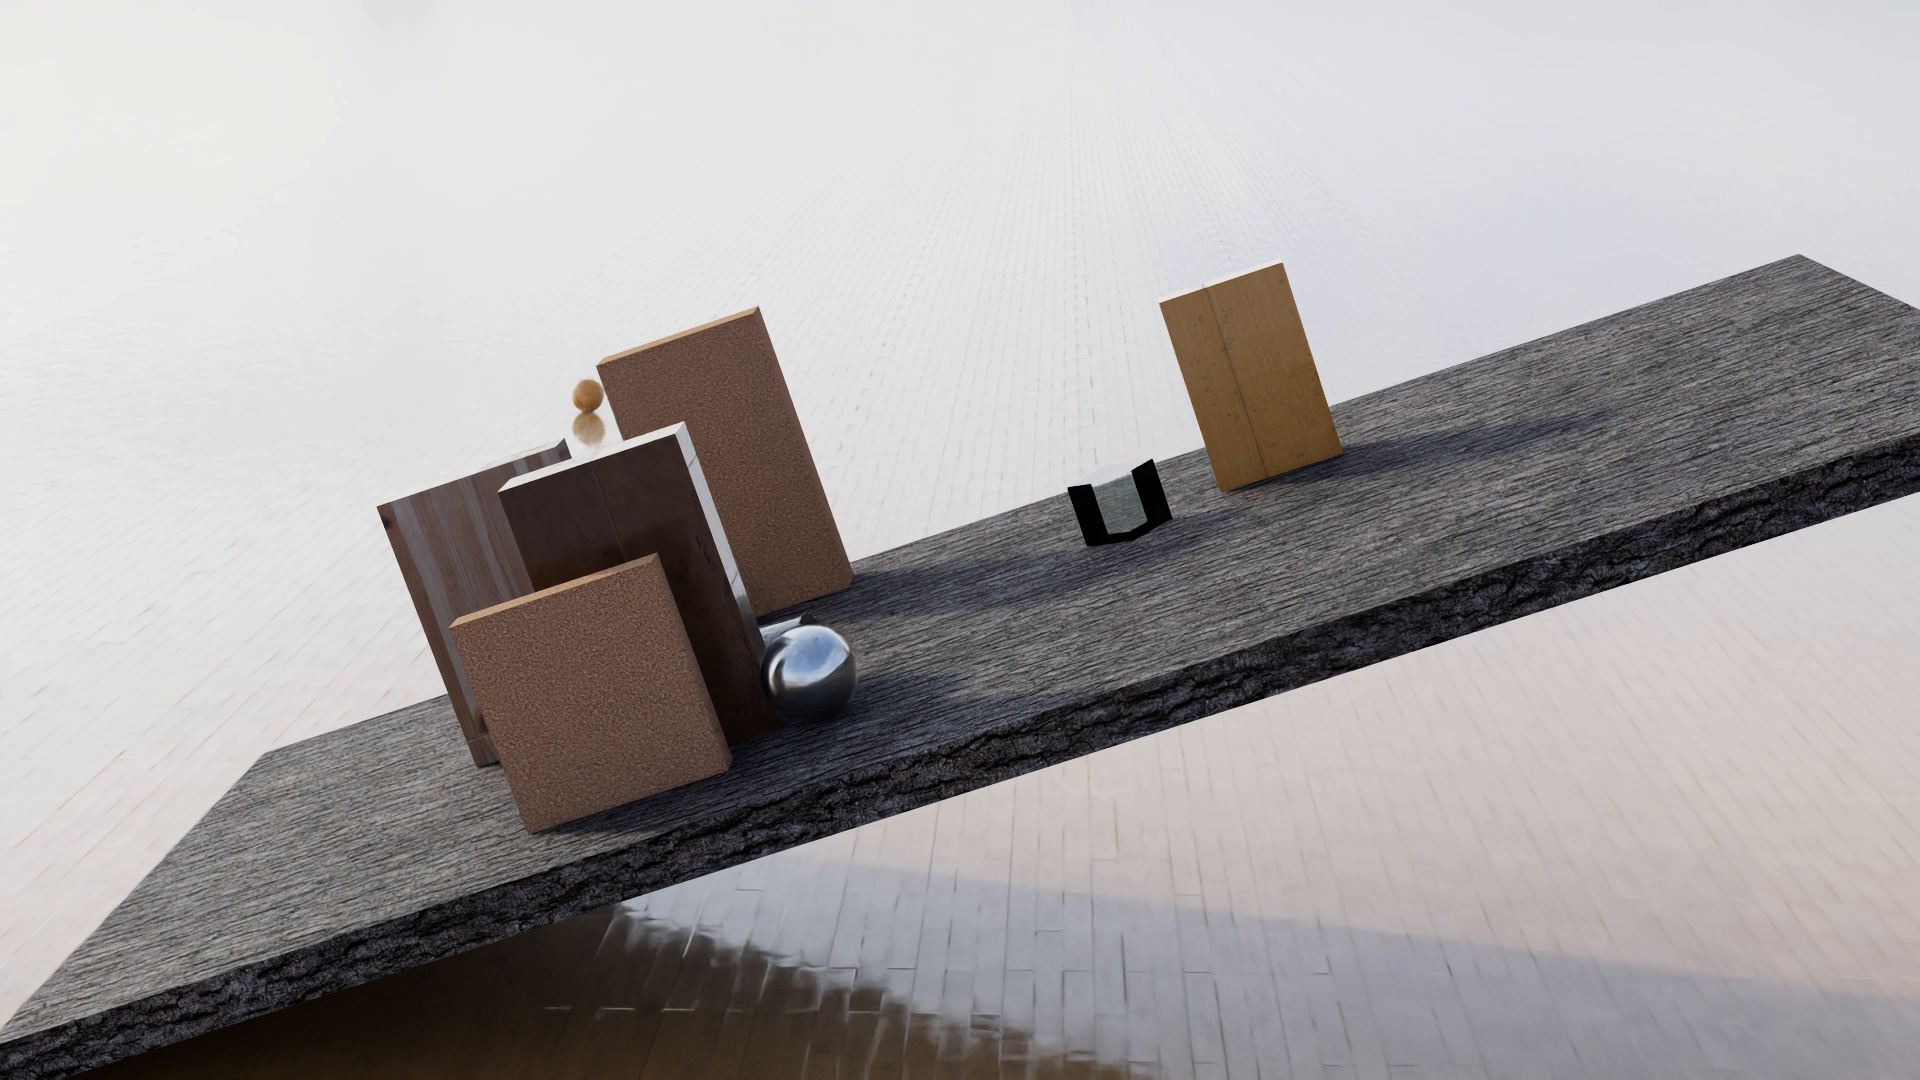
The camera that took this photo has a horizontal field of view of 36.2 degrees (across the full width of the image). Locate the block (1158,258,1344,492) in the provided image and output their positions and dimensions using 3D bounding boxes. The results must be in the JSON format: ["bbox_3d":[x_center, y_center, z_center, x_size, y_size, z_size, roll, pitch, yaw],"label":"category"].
[{"bbox_3d":[0.653,-0.370,6.617,0.288,0.454,0.082,-18,11,6],"label":"block"}]

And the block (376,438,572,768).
[{"bbox_3d":[-0.962,0.138,6.436,0.415,0.616,0.115,-18,11,6],"label":"block"}]

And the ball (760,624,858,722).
[{"bbox_3d":[-0.298,0.262,5.813,0.191,0.191,0.191,0,12,0],"label":"ball"}]

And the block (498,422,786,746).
[{"bbox_3d":[-0.629,0.126,5.889,0.373,0.628,0.138,-18,11,6],"label":"block"}]

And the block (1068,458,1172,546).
[{"bbox_3d":[0.355,-0.083,6.541,0.143,0.143,0.143,-8,15,45],"label":"block"}]

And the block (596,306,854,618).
[{"bbox_3d":[-0.558,-0.163,7.036,0.394,0.693,0.134,-18,11,6],"label":"block"}]

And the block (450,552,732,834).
[{"bbox_3d":[-0.711,0.298,5.691,0.415,0.435,0.080,-18,11,6],"label":"block"}]

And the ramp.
[{"bbox_3d":[0.106,0.180,6.305,4.000,0.100,2.000,-18,11,6],"label":"ramp"}]

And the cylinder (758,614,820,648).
[{"bbox_3d":[-0.372,0.252,6.064,0.165,0.165,0.165,-16,7,18],"label":"cylinder"}]

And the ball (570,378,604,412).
[{"bbox_3d":[-1.665,-0.648,13.150,0.151,0.151,0.151,0,12,0],"label":"ball"}]
